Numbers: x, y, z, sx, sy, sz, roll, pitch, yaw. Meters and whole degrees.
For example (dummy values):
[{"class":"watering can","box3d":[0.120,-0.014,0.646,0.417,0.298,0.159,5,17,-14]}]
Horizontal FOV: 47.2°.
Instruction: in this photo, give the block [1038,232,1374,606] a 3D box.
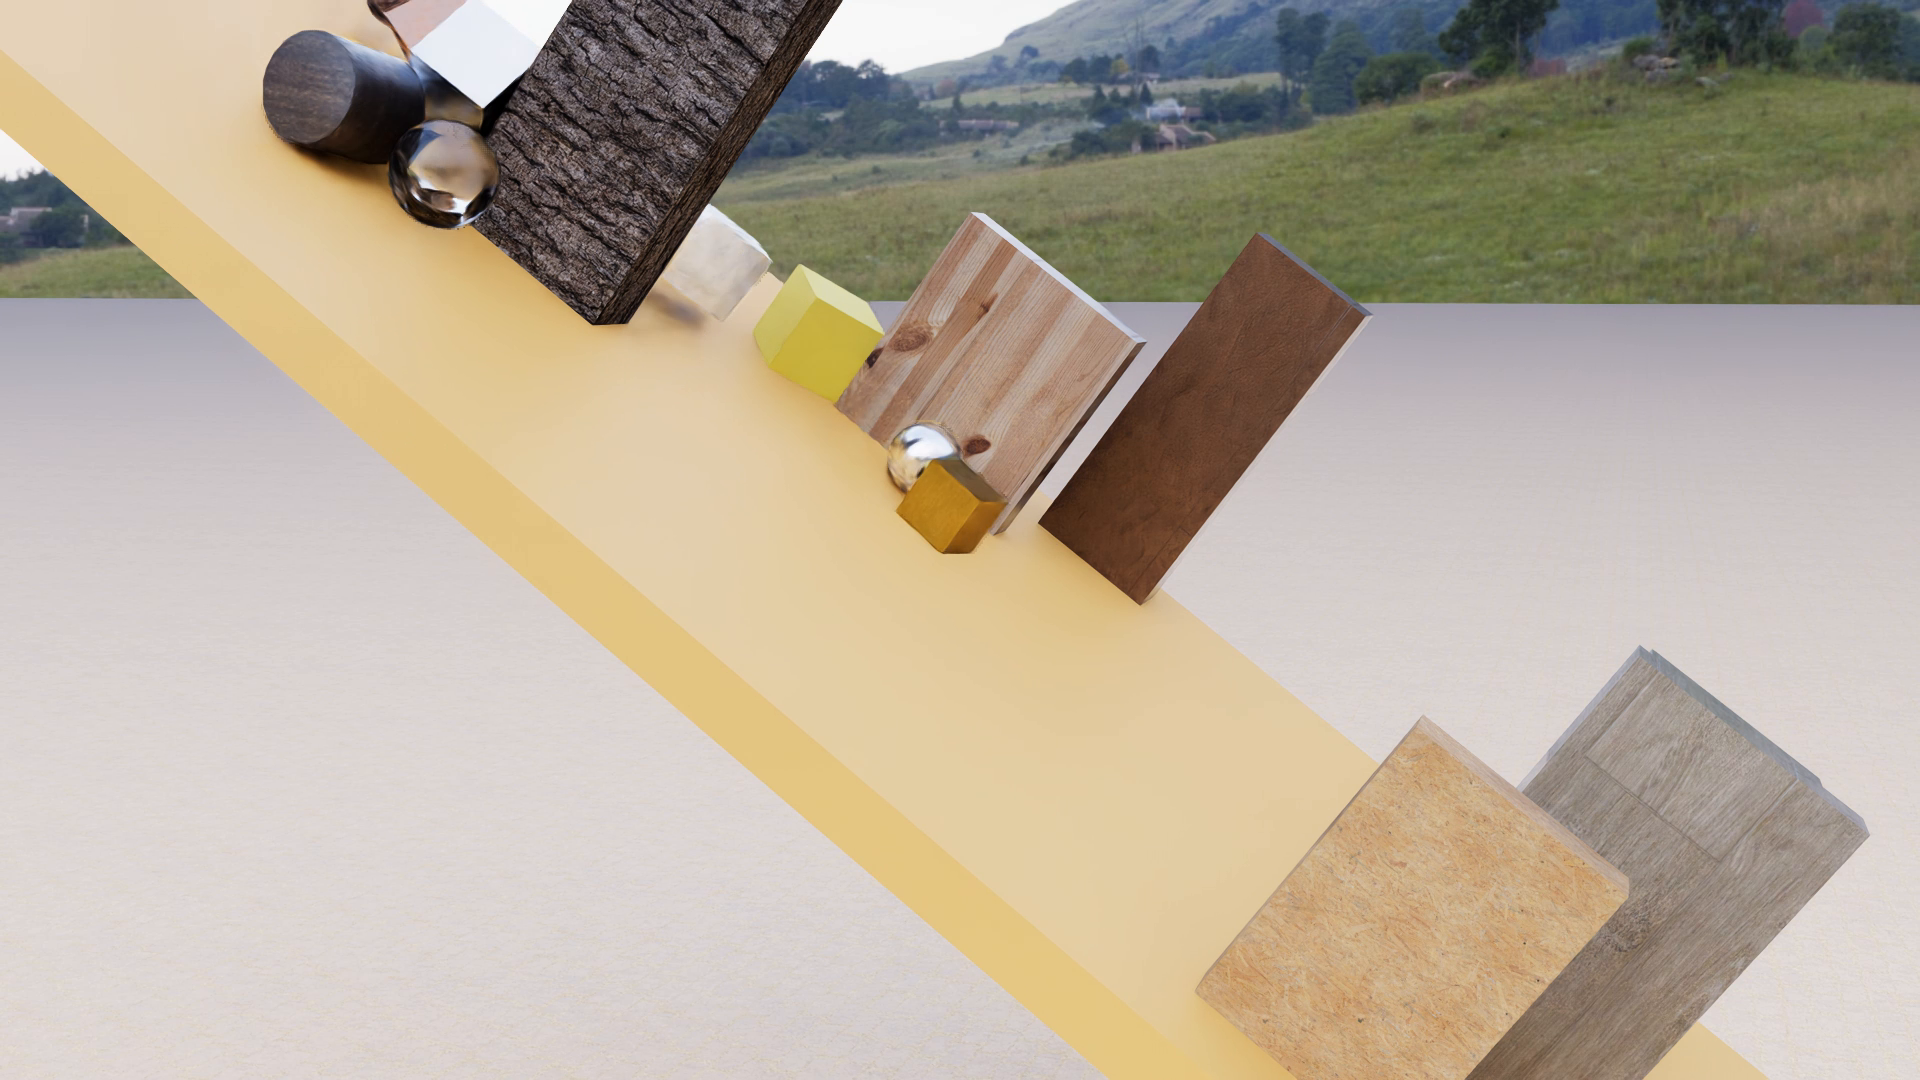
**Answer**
[{"class":"block","box3d":[0.522,-0.256,4.712,0.286,0.778,0.144,39,16,9]}]

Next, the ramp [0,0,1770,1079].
[{"class":"ramp","box3d":[-0.052,0.112,4.064,4.000,0.100,2.000,39,16,9]}]

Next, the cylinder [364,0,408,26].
[{"class":"cylinder","box3d":[-1.198,-1.182,4.668,0.153,0.153,0.153,-3,29,-24]}]

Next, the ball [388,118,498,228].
[{"class":"ball","box3d":[-0.908,-0.644,3.868,0.190,0.190,0.190,0,7,0]}]

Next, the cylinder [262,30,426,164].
[{"class":"cylinder","box3d":[-1.076,-0.772,3.848,0.196,0.196,0.196,3,-1,23]}]

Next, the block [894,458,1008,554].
[{"class":"block","box3d":[-0.015,-0.063,4.219,0.129,0.129,0.129,42,17,20]}]

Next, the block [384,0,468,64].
[{"class":"block","box3d":[-1.060,-1.022,4.544,0.162,0.162,0.162,-30,50,-10]}]

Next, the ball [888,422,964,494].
[{"class":"ball","box3d":[-0.069,-0.157,4.336,0.150,0.150,0.150,0,7,0]}]

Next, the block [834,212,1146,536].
[{"class":"block","box3d":[0.058,-0.338,4.485,0.430,0.493,0.095,39,16,9]}]

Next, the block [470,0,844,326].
[{"class":"block","box3d":[-0.577,-0.801,4.003,0.371,0.741,0.147,39,16,9]}]

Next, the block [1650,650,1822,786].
[{"class":"block","box3d":[1.170,0.571,3.939,0.363,0.662,0.127,39,16,9]}]

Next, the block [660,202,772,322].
[{"class":"block","box3d":[-0.501,-0.565,4.397,0.158,0.158,0.158,37,8,-28]}]

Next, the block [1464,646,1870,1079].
[{"class":"block","box3d":[0.979,0.577,3.396,0.414,0.727,0.108,39,16,9]}]

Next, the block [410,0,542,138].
[{"class":"block","box3d":[-0.888,-0.850,4.046,0.171,0.171,0.171,39,-26,4]}]

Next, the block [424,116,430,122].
[{"class":"block","box3d":[-0.956,-0.833,4.254,0.114,0.114,0.114,19,16,28]}]

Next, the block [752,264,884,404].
[{"class":"block","box3d":[-0.294,-0.428,4.577,0.179,0.179,0.179,28,18,-29]}]

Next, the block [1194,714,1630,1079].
[{"class":"block","box3d":[0.634,0.561,3.113,0.359,0.508,0.097,39,16,9]}]
